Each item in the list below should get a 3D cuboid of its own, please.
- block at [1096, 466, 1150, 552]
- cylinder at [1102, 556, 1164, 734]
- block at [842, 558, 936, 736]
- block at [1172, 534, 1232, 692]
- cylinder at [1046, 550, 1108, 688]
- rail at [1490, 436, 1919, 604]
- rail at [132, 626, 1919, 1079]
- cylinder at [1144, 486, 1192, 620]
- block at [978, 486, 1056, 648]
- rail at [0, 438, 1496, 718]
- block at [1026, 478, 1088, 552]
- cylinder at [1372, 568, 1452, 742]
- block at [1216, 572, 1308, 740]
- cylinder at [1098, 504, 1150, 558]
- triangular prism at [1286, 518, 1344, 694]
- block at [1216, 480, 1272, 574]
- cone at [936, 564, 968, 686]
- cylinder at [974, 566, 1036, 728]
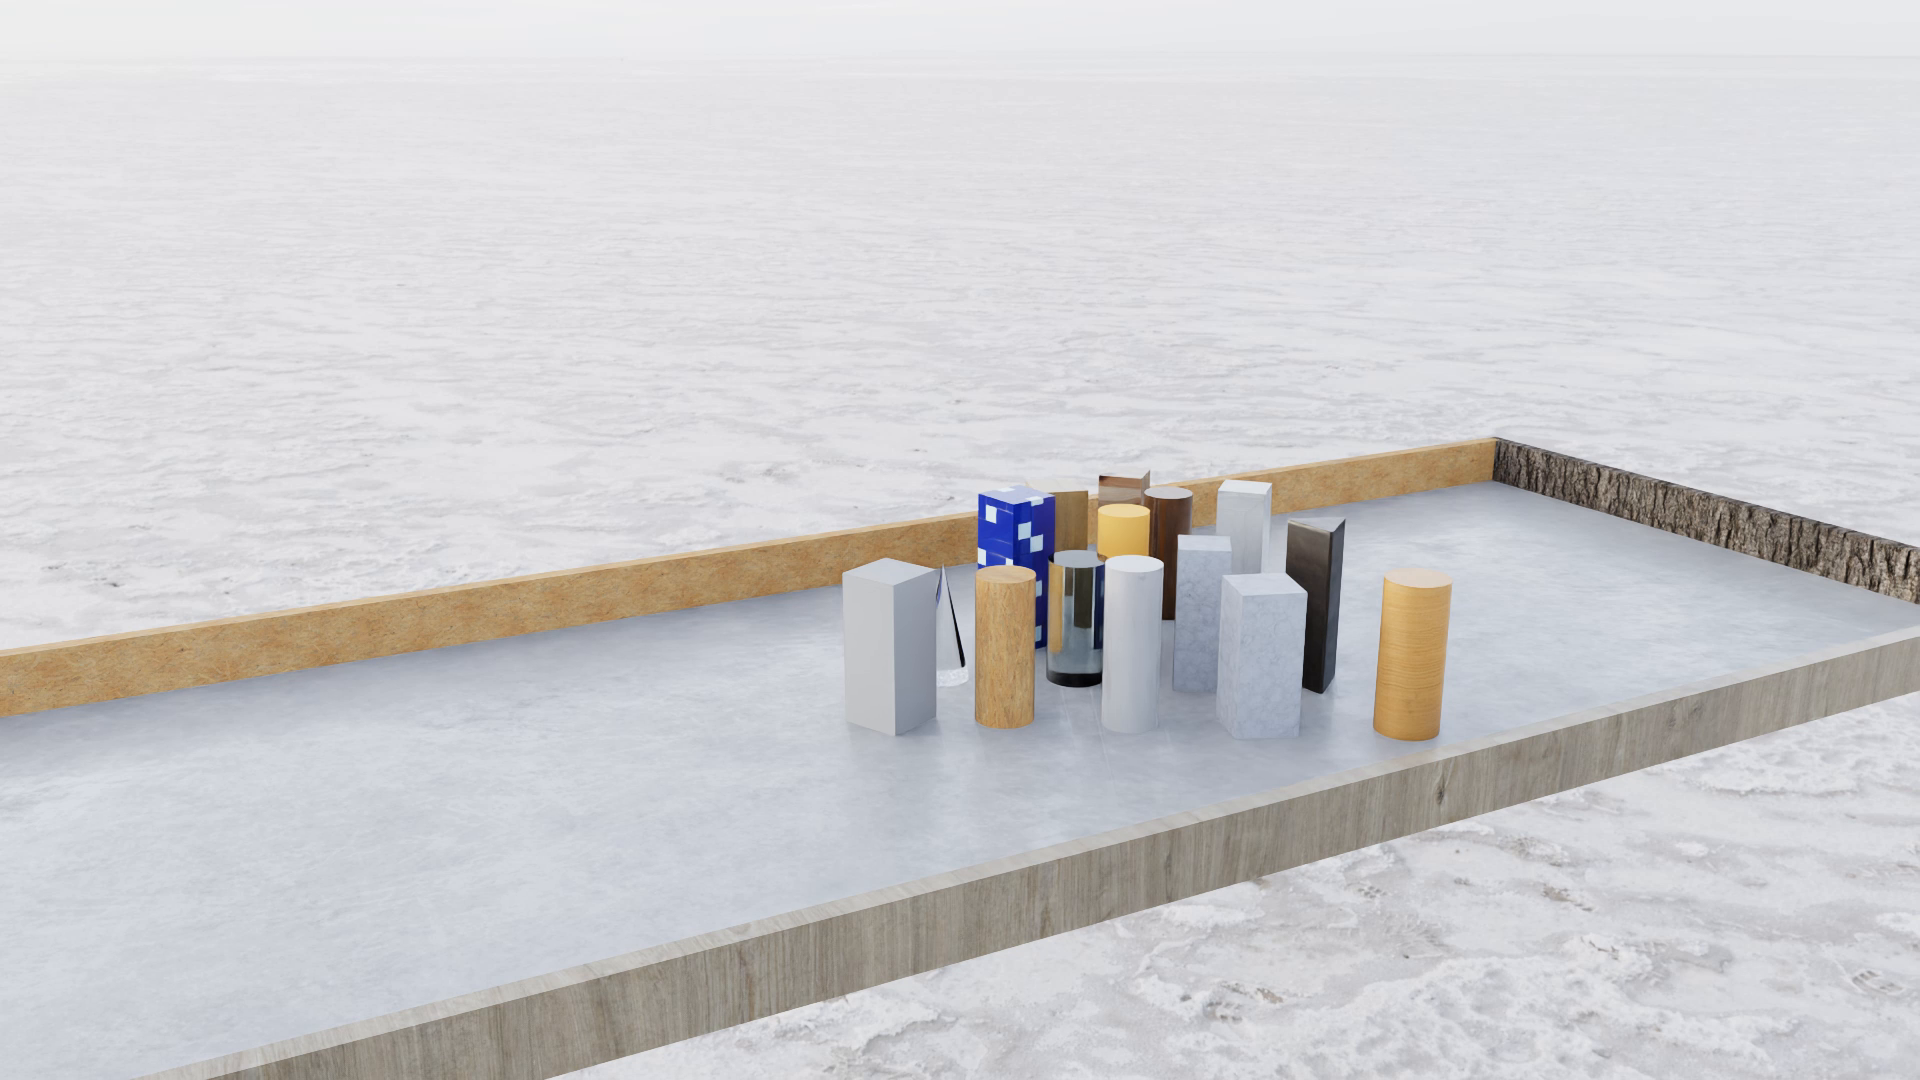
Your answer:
[{"bbox_3d":[0.478,-0.029,4.832,0.125,0.351,0.125,5,17,17],"label":"block"},{"bbox_3d":[0.400,0.242,3.835,0.134,0.393,0.134,0,16,0],"label":"cylinder"},{"bbox_3d":[-0.163,0.248,3.862,0.153,0.367,0.153,12,20,36],"label":"block"},{"bbox_3d":[0.598,0.182,4.086,0.127,0.366,0.127,2,16,7],"label":"block"},{"bbox_3d":[0.293,0.196,4.132,0.150,0.313,0.150,0,16,0],"label":"cylinder"},{"bbox_3d":[2.466,-0.048,5.253,0.050,0.150,2.100,-9,18,-27],"label":"rail"},{"bbox_3d":[-2.336,1.006,1.665,12.000,0.150,0.050,-9,18,-27],"label":"rail"},{"bbox_3d":[0.577,0.037,4.610,0.134,0.350,0.134,0,16,0],"label":"cylinder"},{"bbox_3d":[0.148,0.078,4.359,0.143,0.411,0.143,-13,20,-36],"label":"block"},{"bbox_3d":[-3.305,0.497,3.399,12.000,0.150,0.050,-9,18,-27],"label":"rail"},{"bbox_3d":[0.266,0.029,4.594,0.143,0.374,0.143,-3,17,-11],"label":"block"},{"bbox_3d":[1.043,0.263,3.804,0.151,0.370,0.151,0,16,0],"label":"cylinder"},{"bbox_3d":[0.697,0.267,3.828,0.152,0.348,0.152,-2,17,-8],"label":"block"},{"bbox_3d":[0.426,0.104,4.332,0.135,0.377,0.135,0,16,0],"label":"cylinder"},{"bbox_3d":[0.899,0.154,4.093,0.122,0.416,0.141,-11,20,-34],"label":"triangular prism"},{"bbox_3d":[0.731,0.079,4.291,0.120,0.449,0.120,6,17,18],"label":"block"},{"bbox_3d":[-0.042,0.202,4.132,0.130,0.302,0.130,0,16,0],"label":"cone"},{"bbox_3d":[0.106,0.250,3.870,0.141,0.357,0.141,0,16,0],"label":"cylinder"}]
